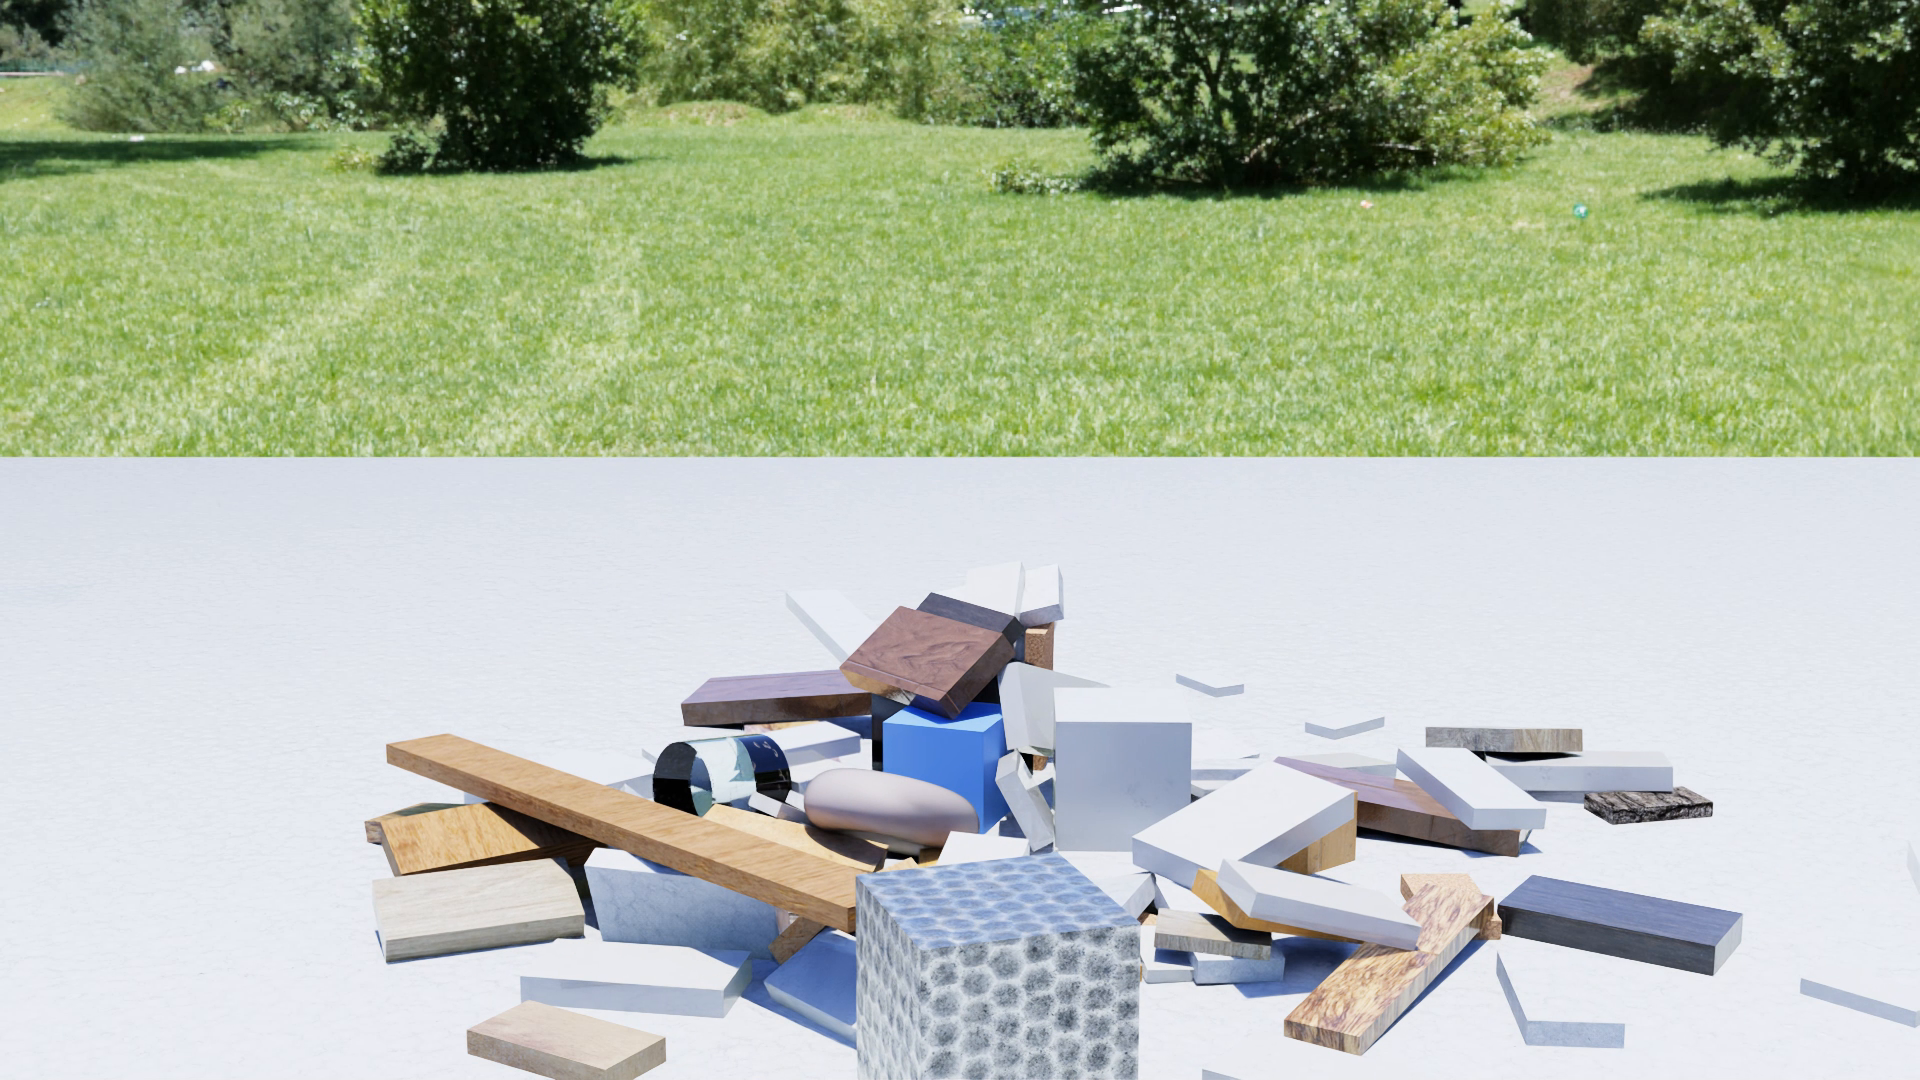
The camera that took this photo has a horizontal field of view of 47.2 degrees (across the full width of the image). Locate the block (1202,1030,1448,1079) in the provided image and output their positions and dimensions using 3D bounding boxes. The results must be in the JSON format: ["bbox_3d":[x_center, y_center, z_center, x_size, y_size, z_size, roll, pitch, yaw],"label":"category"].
[{"bbox_3d":[0.488,0.718,2.857,0.310,0.044,0.155,7,13,35],"label":"block"}]

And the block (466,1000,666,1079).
[{"bbox_3d":[-0.540,0.693,3.016,0.249,0.035,0.125,6,12,31],"label":"block"}]

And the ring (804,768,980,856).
[{"bbox_3d":[-0.118,0.470,3.781,0.308,0.103,0.308,11,-15,3],"label":"ring"}]

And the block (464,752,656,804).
[{"bbox_3d":[-0.742,0.474,4.159,0.345,0.049,0.172,-10,15,-44],"label":"block"}]

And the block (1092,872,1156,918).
[{"bbox_3d":[0.215,0.586,3.467,0.133,0.038,0.266,-13,3,21],"label":"block"}]

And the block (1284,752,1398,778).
[{"bbox_3d":[0.738,0.443,4.273,0.225,0.032,0.112,3,6,-45],"label":"block"}]

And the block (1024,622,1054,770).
[{"bbox_3d":[0.158,0.308,4.418,0.040,0.280,0.140,3,11,10],"label":"block"}]

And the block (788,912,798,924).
[{"bbox_3d":[-0.248,0.605,3.507,0.102,0.029,0.203,3,11,18],"label":"block"}]

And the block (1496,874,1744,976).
[{"bbox_3d":[1.038,0.604,3.464,0.337,0.048,0.169,7,12,32],"label":"block"}]

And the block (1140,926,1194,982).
[{"bbox_3d":[0.303,0.629,3.348,0.071,0.020,0.141,1,17,-9],"label":"block"}]

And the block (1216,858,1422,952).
[{"bbox_3d":[0.536,0.545,3.292,0.276,0.039,0.138,14,9,-17],"label":"block"}]

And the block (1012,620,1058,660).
[{"bbox_3d":[0.097,0.273,4.532,0.140,0.280,0.040,13,6,-14],"label":"block"}]

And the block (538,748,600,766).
[{"bbox_3d":[-0.791,0.451,4.353,0.086,0.024,0.173,5,12,26],"label":"block"}]

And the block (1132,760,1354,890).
[{"bbox_3d":[0.469,0.473,3.622,0.356,0.050,0.178,-22,27,-40],"label":"block"}]

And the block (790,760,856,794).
[{"bbox_3d":[-0.340,0.435,4.154,0.138,0.039,0.276,-11,14,-43],"label":"block"}]

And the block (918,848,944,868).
[{"bbox_3d":[-0.019,0.565,3.619,0.102,0.029,0.203,-3,19,3],"label":"block"}]

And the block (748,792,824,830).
[{"bbox_3d":[-0.276,0.494,3.889,0.184,0.026,0.092,28,-9,-38],"label":"block"}]

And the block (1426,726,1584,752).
[{"bbox_3d":[1.076,0.395,4.366,0.156,0.044,0.312,1,-4,-20],"label":"block"}]

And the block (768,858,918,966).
[{"bbox_3d":[-0.172,0.571,3.389,0.037,0.132,0.265,51,26,15],"label":"block"}]

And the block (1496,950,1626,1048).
[{"bbox_3d":[0.865,0.662,3.180,0.133,0.038,0.266,1,11,5],"label":"block"}]

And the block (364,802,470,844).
[{"bbox_3d":[-0.912,0.505,3.909,0.274,0.039,0.137,-3,7,35],"label":"block"}]

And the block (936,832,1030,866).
[{"bbox_3d":[0.018,0.561,3.518,0.133,0.038,0.266,4,27,13],"label":"block"}]

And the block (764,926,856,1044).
[{"bbox_3d":[-0.151,0.642,3.143,0.132,0.037,0.265,-37,30,-29],"label":"block"}]

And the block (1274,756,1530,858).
[{"bbox_3d":[0.788,0.483,4.007,0.478,0.048,0.169,9,13,21],"label":"block"}]

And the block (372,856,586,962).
[{"bbox_3d":[-0.761,0.581,3.471,0.306,0.043,0.153,-4,30,-21],"label":"block"}]

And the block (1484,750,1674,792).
[{"bbox_3d":[1.187,0.444,4.234,0.337,0.048,0.169,-1,4,11],"label":"block"}]

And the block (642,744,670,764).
[{"bbox_3d":[-0.592,0.439,4.438,0.061,0.017,0.121,-6,12,-29],"label":"block"}]

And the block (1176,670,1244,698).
[{"bbox_3d":[0.570,0.327,5.023,0.078,0.022,0.157,-6,12,-29],"label":"block"}]

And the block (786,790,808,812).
[{"bbox_3d":[-0.225,0.492,3.940,0.163,0.023,0.081,26,-6,-35],"label":"block"}]

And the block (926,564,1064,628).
[{"bbox_3d":[0.069,0.135,4.433,0.280,0.040,0.140,-14,33,11],"label":"block"}]

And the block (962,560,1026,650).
[{"bbox_3d":[0.062,0.136,4.365,0.113,0.032,0.225,-9,39,16],"label":"block"}]

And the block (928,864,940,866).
[{"bbox_3d":[-0.003,0.591,3.371,0.133,0.038,0.266,2,26,9],"label":"block"}]

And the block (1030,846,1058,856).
[{"bbox_3d":[0.077,0.560,3.753,0.102,0.029,0.203,6,12,29],"label":"block"}]

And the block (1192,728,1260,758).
[{"bbox_3d":[0.475,0.430,4.364,0.225,0.032,0.112,-8,29,-38],"label":"block"}]

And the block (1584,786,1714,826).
[{"bbox_3d":[1.284,0.495,4.102,0.206,0.029,0.103,-3,11,-13],"label":"block"}]
